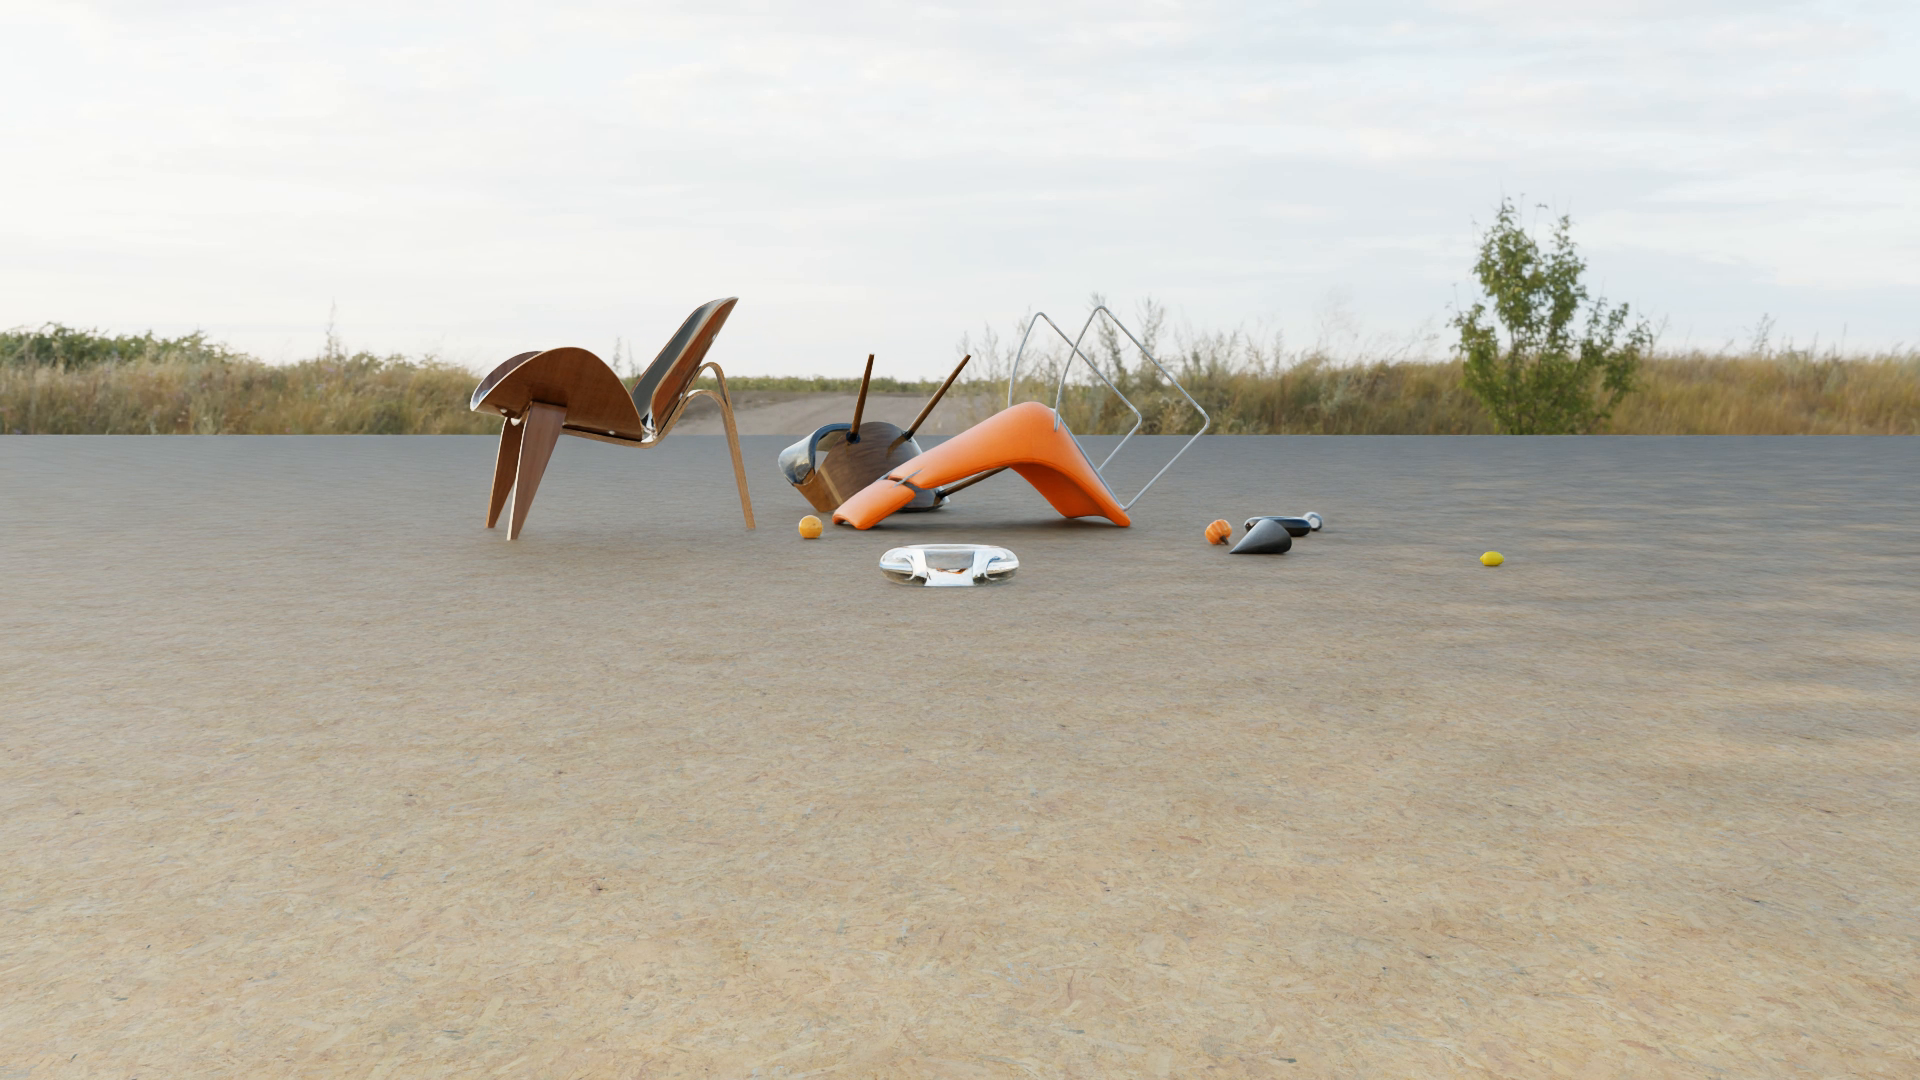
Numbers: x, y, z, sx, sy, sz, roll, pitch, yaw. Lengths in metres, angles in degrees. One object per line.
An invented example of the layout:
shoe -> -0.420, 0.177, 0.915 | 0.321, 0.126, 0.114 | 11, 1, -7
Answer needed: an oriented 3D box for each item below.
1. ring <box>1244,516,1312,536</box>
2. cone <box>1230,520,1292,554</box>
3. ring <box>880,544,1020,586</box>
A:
ring -> 0.972, -0.040, 6.730 | 0.217, 0.056, 0.125 | 1, 5, 32
cone -> 0.796, 0.013, 6.018 | 0.144, 0.096, 0.206 | -21, 11, -17
ring -> -0.025, 0.058, 5.107 | 0.328, 0.084, 0.324 | -3, 4, -44
